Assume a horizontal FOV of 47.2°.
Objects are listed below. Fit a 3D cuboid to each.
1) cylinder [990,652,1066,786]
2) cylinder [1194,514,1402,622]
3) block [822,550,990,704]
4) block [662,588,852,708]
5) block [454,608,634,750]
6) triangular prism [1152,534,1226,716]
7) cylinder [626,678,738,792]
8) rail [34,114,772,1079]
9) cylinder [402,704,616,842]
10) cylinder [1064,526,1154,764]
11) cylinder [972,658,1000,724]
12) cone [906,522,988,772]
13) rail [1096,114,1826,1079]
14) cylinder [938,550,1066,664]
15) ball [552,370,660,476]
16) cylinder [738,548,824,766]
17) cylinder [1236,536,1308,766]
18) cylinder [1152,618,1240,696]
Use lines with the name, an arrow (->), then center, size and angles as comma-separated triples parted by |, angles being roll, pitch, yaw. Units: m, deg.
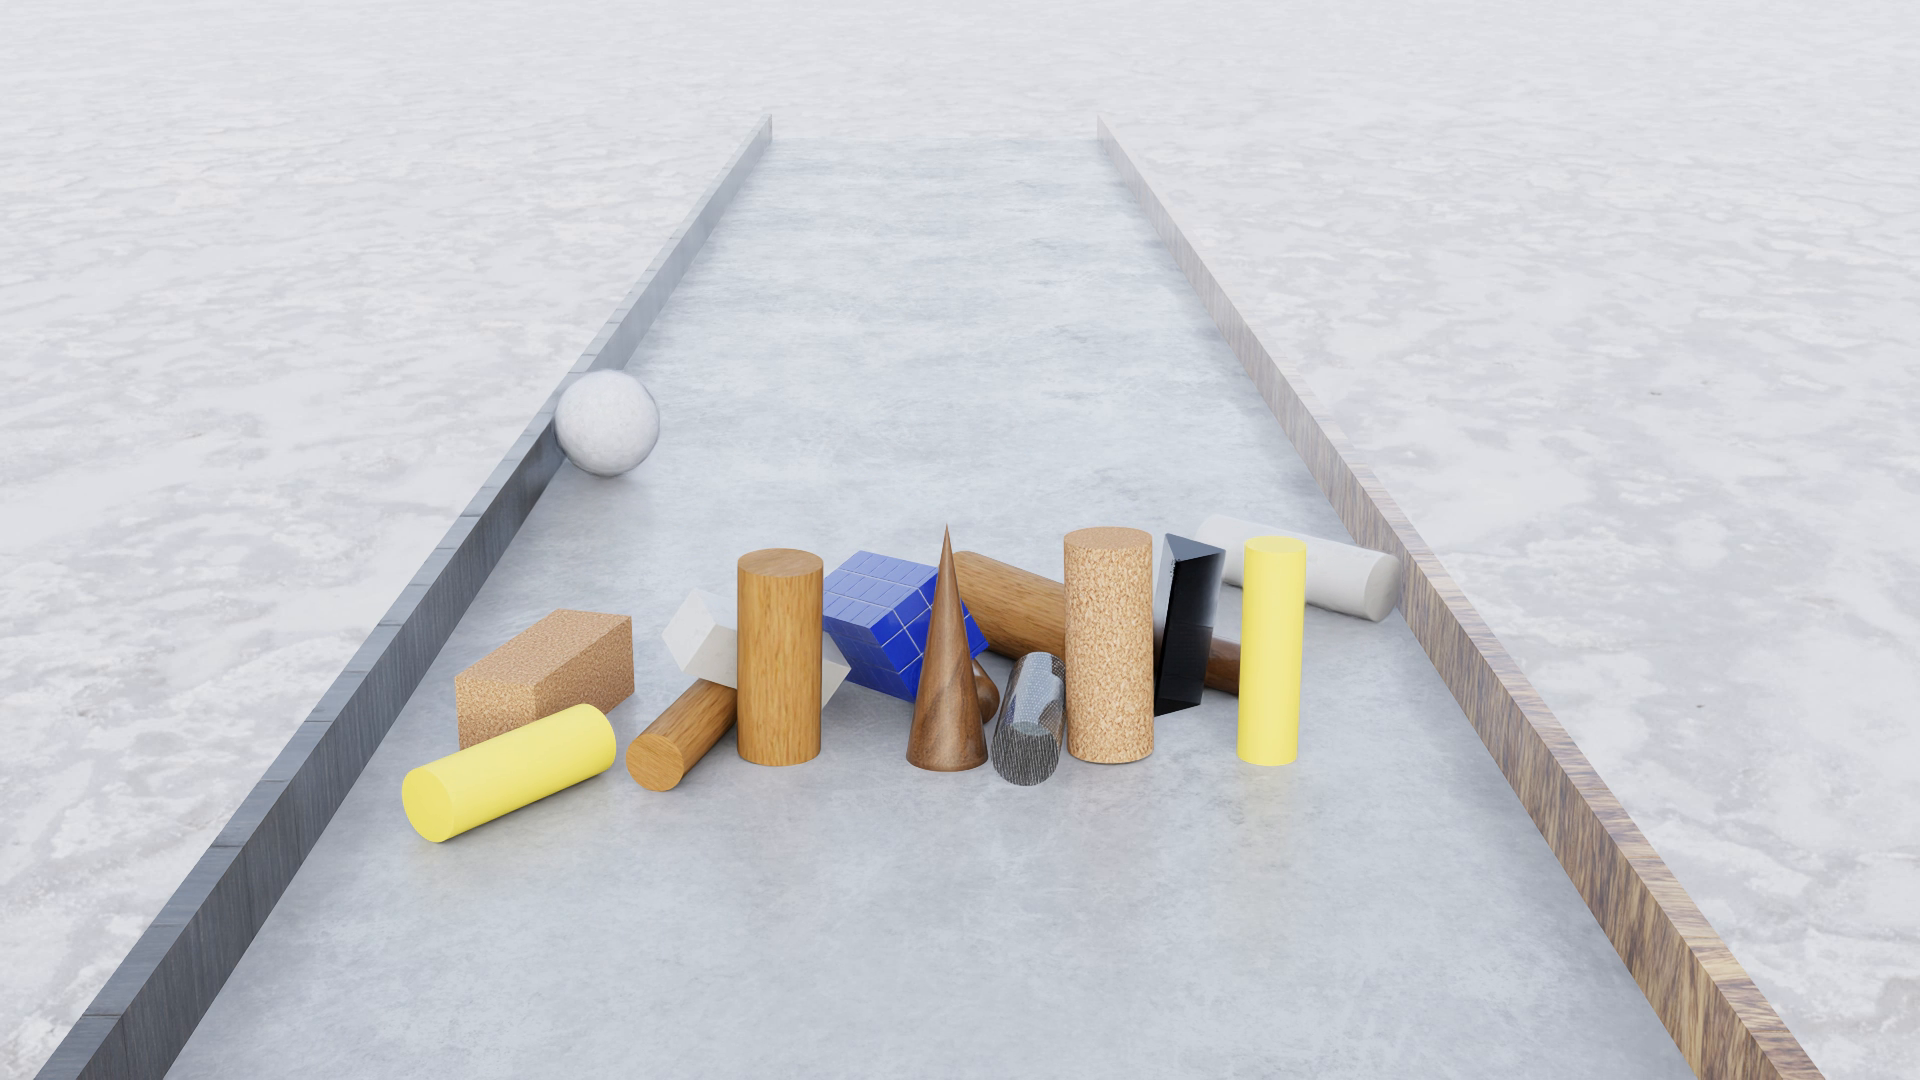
cylinder -> 0.131, 0.317, 3.952 | 0.119, 0.119, 0.361 | 2, 17, 6
cylinder -> 0.728, 0.057, 4.779 | 0.449, 0.145, 0.145 | 15, 22, 41
block -> -0.136, 0.161, 4.172 | 0.180, 0.180, 0.335 | -39, 23, -20
block -> -0.373, 0.206, 4.046 | 0.325, 0.112, 0.112 | 22, 21, -40
block -> -0.759, 0.267, 4.059 | 0.154, 0.154, 0.399 | 5, 17, 16
triangular prism -> 0.396, 0.154, 4.114 | 0.119, 0.324, 0.103 | -11, 30, -33
cylinder -> -0.480, 0.333, 3.921 | 0.106, 0.106, 0.345 | 4, 17, 13
rail -> -1.118, -0.838, 7.780 | 0.050, 0.150, 12.000 | 0, 17, -1
cylinder -> -0.754, 0.388, 3.702 | 0.126, 0.126, 0.364 | 12, 20, 35
cylinder -> 0.265, 0.185, 3.908 | 0.156, 0.391, 0.156 | -2, 15, 0
cylinder -> -0.013, 0.255, 4.189 | 0.102, 0.102, 0.306 | -4, 17, -13
cone -> -0.023, 0.177, 3.866 | 0.148, 0.436, 0.148 | 0, 17, 0
rail -> 0.932, -0.844, 7.801 | 0.050, 0.150, 12.000 | 0, 17, -1
cylinder -> 0.130, 0.154, 4.402 | 0.176, 0.176, 0.417 | -13, 21, -37
ball -> -0.928, -0.307, 5.772 | 0.278, 0.278, 0.278 | 0, 17, 0
cylinder -> -0.319, 0.207, 3.894 | 0.151, 0.355, 0.151 | 2, 19, -1
cylinder -> 0.549, 0.196, 3.880 | 0.108, 0.392, 0.108 | 0, 17, 0
cylinder -> 0.412, 0.215, 4.328 | 0.395, 0.101, 0.101 | 14, 22, 40
